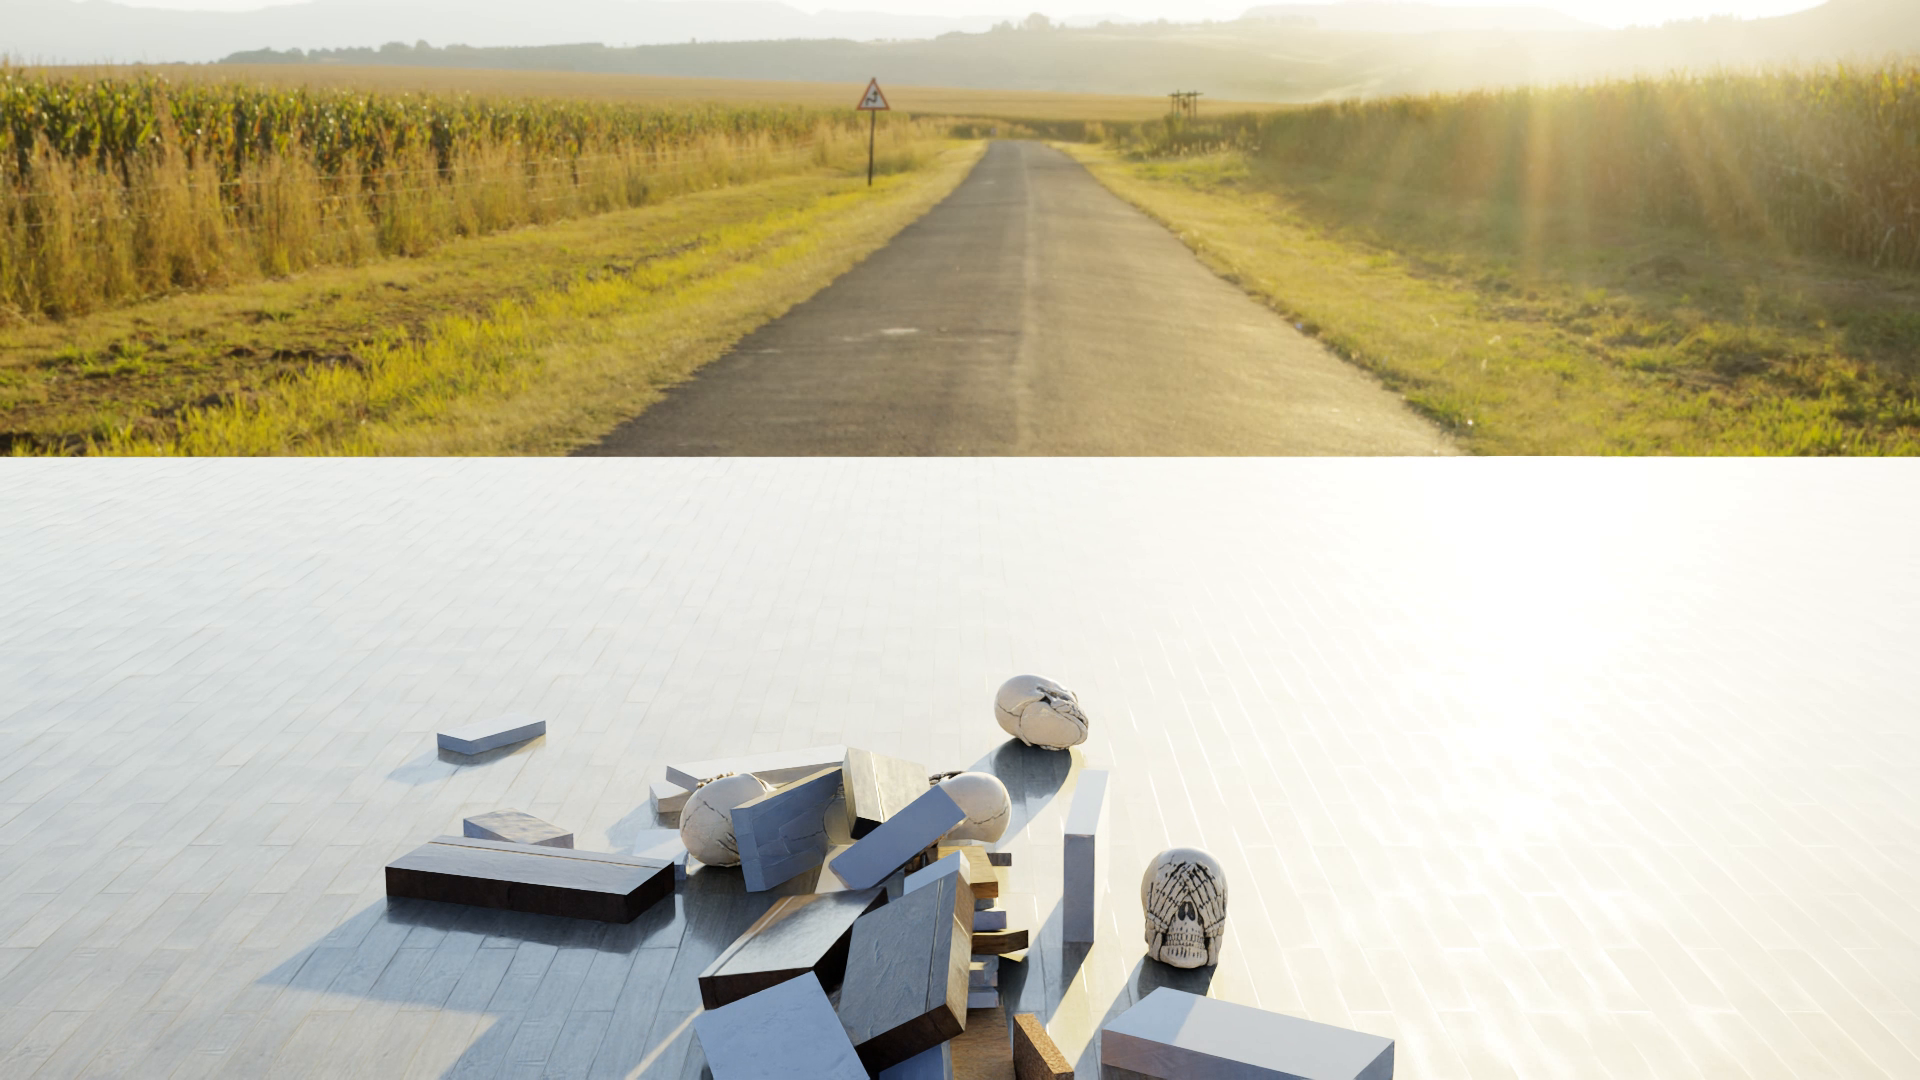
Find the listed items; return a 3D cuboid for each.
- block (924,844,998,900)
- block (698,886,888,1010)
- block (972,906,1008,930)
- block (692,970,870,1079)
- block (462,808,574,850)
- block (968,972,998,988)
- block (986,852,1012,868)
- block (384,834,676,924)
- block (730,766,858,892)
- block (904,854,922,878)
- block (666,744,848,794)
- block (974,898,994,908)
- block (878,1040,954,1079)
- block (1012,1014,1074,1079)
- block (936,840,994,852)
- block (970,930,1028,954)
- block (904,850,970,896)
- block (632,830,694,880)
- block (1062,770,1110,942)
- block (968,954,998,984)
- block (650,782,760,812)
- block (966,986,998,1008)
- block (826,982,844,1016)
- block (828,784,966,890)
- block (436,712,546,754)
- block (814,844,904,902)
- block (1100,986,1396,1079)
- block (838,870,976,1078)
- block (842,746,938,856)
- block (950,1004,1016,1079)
[{"bbox_3d":[0.001,0.526,3.482,0.095,0.027,0.189,-2,10,-6],"label":"block"},{"bbox_3d":[-0.242,0.611,3.313,0.177,0.050,0.365,-8,7,16],"label":"block"},{"bbox_3d":[0.010,0.590,3.432,0.099,0.028,0.199,-1,-7,-7],"label":"block"},{"bbox_3d":[-0.230,0.684,2.861,0.177,0.050,0.354,-20,17,-11],"label":"block"},{"bbox_3d":[-0.792,0.525,3.937,0.103,0.029,0.205,-9,14,-41],"label":"block"},{"bbox_3d":[0.013,0.640,3.257,0.073,0.021,0.146,-1,-2,-4],"label":"block"},{"bbox_3d":[0.026,0.541,3.705,0.080,0.023,0.159,2,-11,-15],"label":"block"},{"bbox_3d":[-0.717,0.564,3.672,0.444,0.050,0.176,3,11,18],"label":"block"},{"bbox_3d":[-0.278,0.494,3.782,0.040,0.143,0.285,-10,4,33],"label":"block"},{"bbox_3d":[-0.077,0.556,3.634,0.023,0.080,0.159,0,11,1],"label":"block"},{"bbox_3d":[-0.365,0.443,4.260,0.425,0.029,0.103,-2,12,-43],"label":"block"},{"bbox_3d":[0.002,0.573,3.521,0.095,0.027,0.189,-2,-7,-3],"label":"block"},{"bbox_3d":[-0.058,0.700,2.882,0.095,0.027,0.190,-30,10,3],"label":"block"},{"bbox_3d":[0.107,0.695,2.845,0.027,0.095,0.190,-3,11,-14],"label":"block"},{"bbox_3d":[0.001,0.527,3.753,0.080,0.023,0.159,-4,-11,14],"label":"block"},{"bbox_3d":[0.037,0.606,3.323,0.099,0.028,0.199,-2,-8,12],"label":"block"},{"bbox_3d":[-0.036,0.544,3.299,0.099,0.028,0.199,-29,17,10],"label":"block"},{"bbox_3d":[-0.518,0.547,3.827,0.096,0.027,0.193,0,11,-3],"label":"block"},{"bbox_3d":[0.209,0.512,3.607,0.050,0.176,0.353,1,11,7],"label":"block"},{"bbox_3d":[0.009,0.615,3.157,0.073,0.021,0.146,-1,-2,9],"label":"block"},{"bbox_3d":[-0.486,0.482,4.176,0.193,0.027,0.096,-3,11,-17],"label":"block"},{"bbox_3d":[0.013,0.654,3.151,0.073,0.021,0.146,-1,-7,-4],"label":"block"},{"bbox_3d":[-0.192,0.680,3.098,0.111,0.031,0.221,4,11,19],"label":"block"},{"bbox_3d":[-0.100,0.490,3.573,0.234,0.021,0.074,-33,68,-28],"label":"block"},{"bbox_3d":[-0.977,0.403,4.594,0.103,0.029,0.205,8,13,37],"label":"block"},{"bbox_3d":[-0.160,0.572,3.654,0.143,0.040,0.285,0,11,2],"label":"block"},{"bbox_3d":[0.389,0.693,2.980,0.353,0.050,0.176,7,12,31],"label":"block"},{"bbox_3d":[-0.075,0.603,3.064,0.177,0.050,0.354,-28,17,12],"label":"block"},{"bbox_3d":[-0.120,0.443,3.746,0.143,0.040,0.289,14,16,-10],"label":"block"},{"bbox_3d":[0.016,0.711,2.931,0.111,0.031,0.388,0,11,-3],"label":"block"}]
